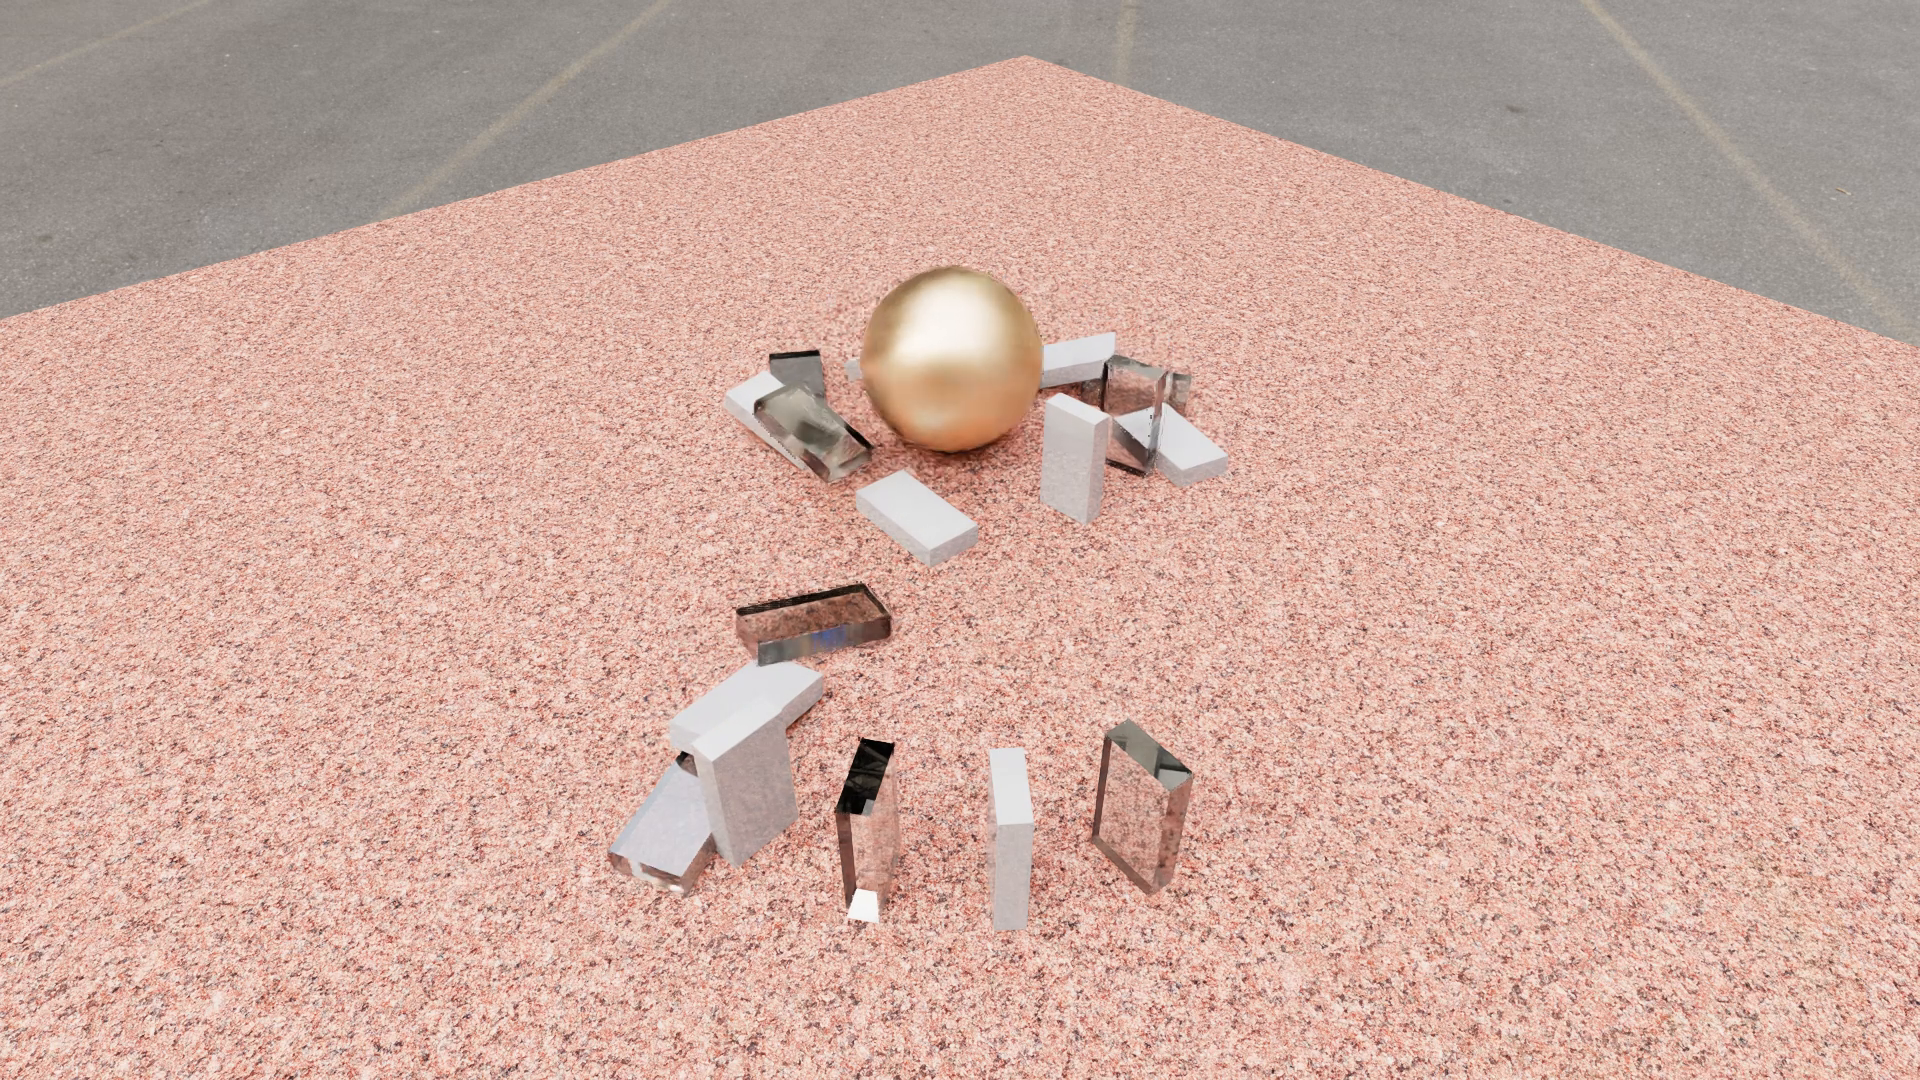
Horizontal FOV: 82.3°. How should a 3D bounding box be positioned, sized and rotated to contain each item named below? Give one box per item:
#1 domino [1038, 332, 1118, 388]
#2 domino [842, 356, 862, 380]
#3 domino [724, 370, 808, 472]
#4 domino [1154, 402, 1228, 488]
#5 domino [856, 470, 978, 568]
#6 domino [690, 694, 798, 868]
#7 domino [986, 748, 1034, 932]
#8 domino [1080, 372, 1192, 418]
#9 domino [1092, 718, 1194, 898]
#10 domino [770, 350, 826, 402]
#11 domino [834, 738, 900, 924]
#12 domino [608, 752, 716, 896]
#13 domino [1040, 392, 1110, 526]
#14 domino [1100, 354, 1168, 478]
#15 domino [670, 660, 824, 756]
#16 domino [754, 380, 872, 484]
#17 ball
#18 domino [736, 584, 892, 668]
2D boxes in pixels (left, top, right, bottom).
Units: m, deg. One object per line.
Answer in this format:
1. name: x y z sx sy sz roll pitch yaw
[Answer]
1. domino: 0.052 -0.087 0.539 0.050 0.010 0.025 -8 37 16
2. domino: -0.031 -0.094 0.549 0.050 0.010 0.025 -29 17 -31
3. domino: -0.080 -0.055 0.499 0.050 0.010 0.025 38 51 16
4. domino: 0.095 -0.044 0.497 0.025 0.010 0.050 -18 42 -20
5. domino: -0.018 -0.010 0.455 0.025 0.010 0.050 -28 47 -30
6. domino: -0.062 0.072 0.324 0.009 0.050 0.025 30 48 32
7. domino: 0.014 0.084 0.308 0.009 0.050 0.025 -2 39 -3
8. domino: 0.085 -0.073 0.532 0.050 0.010 0.025 10 40 12
9. domino: 0.052 0.078 0.317 0.009 0.050 0.025 -26 46 -28
10. domino: -0.079 -0.075 0.535 0.025 0.009 0.050 -6 40 -7
11. domino: -0.025 0.083 0.311 0.009 0.050 0.025 8 40 9
12. domino: -0.083 0.083 0.342 0.025 0.010 0.050 14 41 16
13. domino: 0.047 -0.033 0.452 0.025 0.050 0.009 31 48 32
14. domino: 0.074 -0.053 0.476 0.025 0.050 0.010 23 45 26
15. domino: -0.070 0.056 0.365 0.025 0.009 0.050 17 28 22
16. domino: -0.065 -0.048 0.485 0.050 0.009 0.025 42 52 19
17. ball: -0.004 -0.079 0.484 0.080 0.080 0.080 0 39 0
18. domino: -0.053 0.030 0.398 0.050 0.010 0.025 -11 31 -27
